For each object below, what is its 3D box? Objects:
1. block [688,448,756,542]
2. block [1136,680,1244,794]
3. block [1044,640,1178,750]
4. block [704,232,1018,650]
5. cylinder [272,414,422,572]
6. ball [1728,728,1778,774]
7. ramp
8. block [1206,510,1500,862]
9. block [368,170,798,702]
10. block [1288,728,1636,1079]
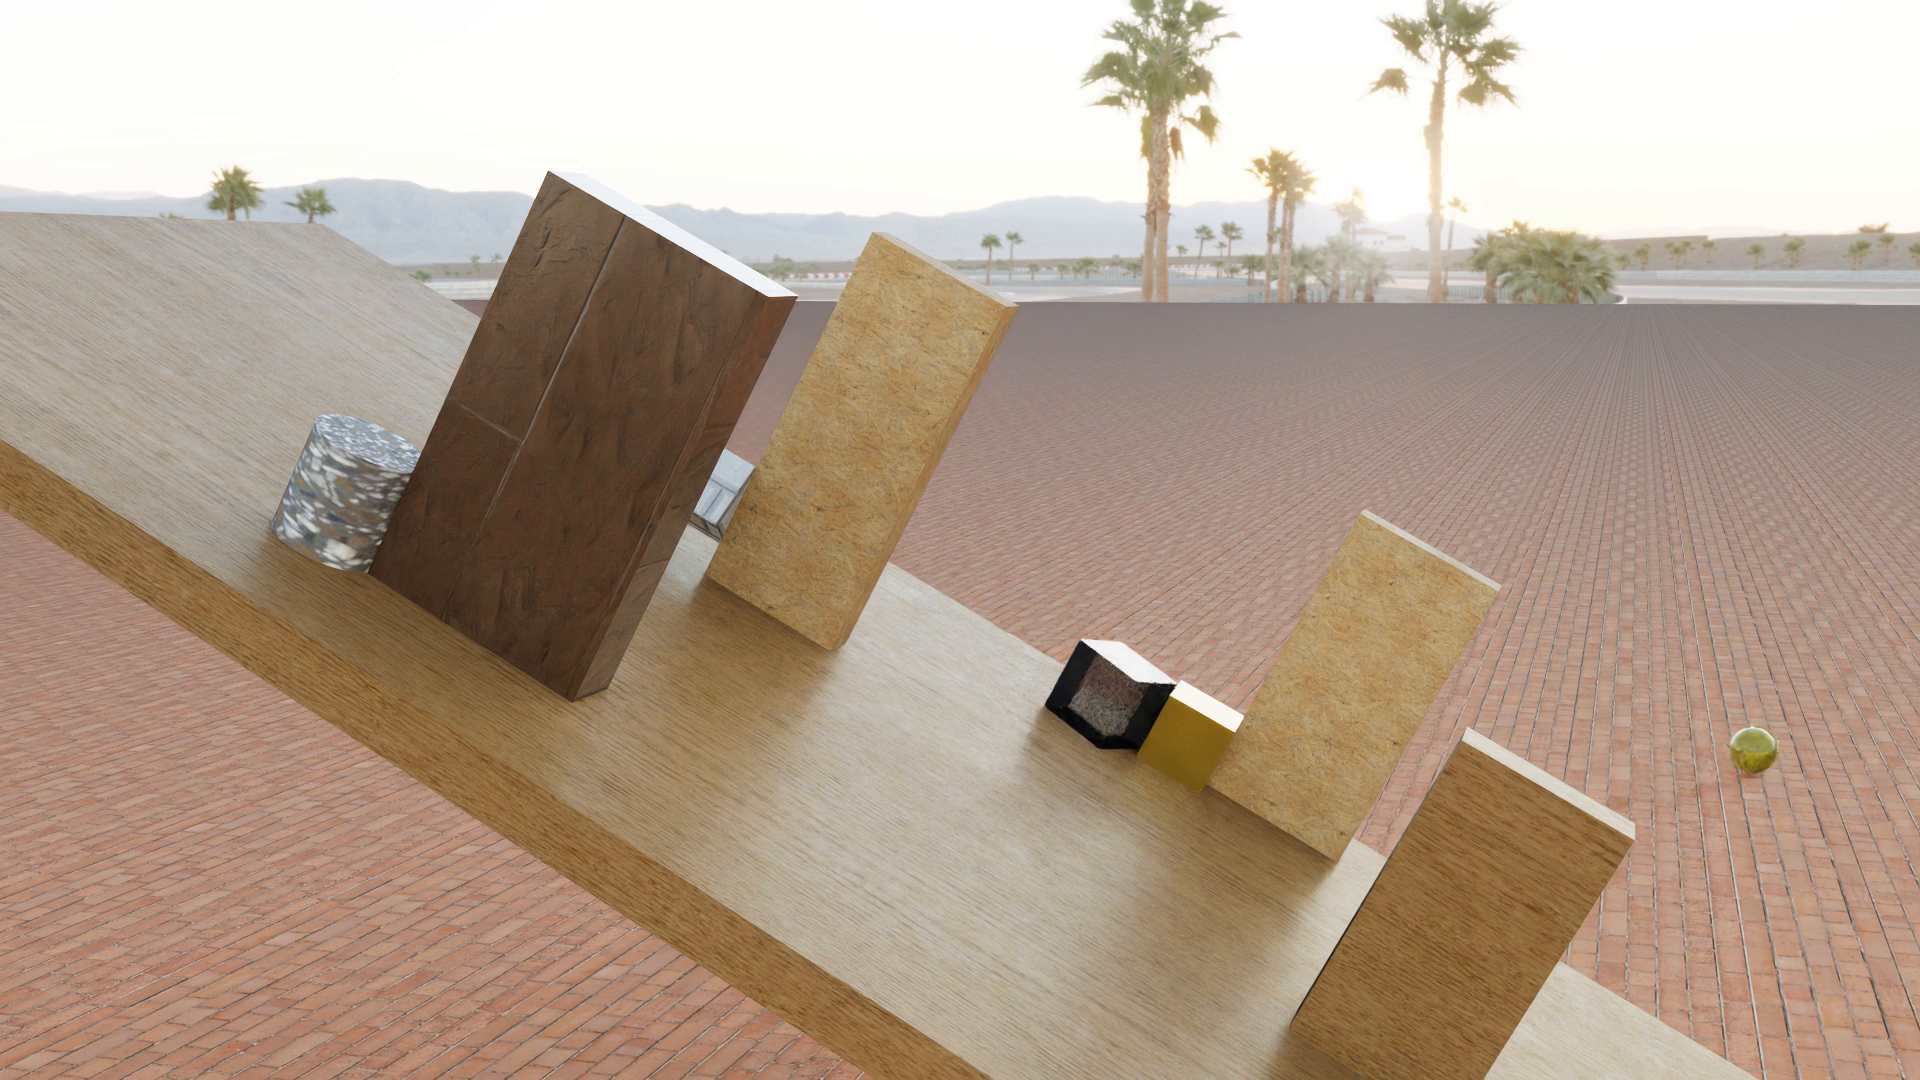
[{"bbox_3d":[-0.502,-0.102,4.420,0.142,0.142,0.142,30,-14,11],"label":"block"},{"bbox_3d":[0.495,0.422,4.726,0.156,0.156,0.156,30,14,8],"label":"block"},{"bbox_3d":[0.323,0.331,4.705,0.168,0.168,0.168,37,17,32],"label":"block"},{"bbox_3d":[-0.200,-0.193,4.350,0.304,0.772,0.094,30,14,12],"label":"block"},{"bbox_3d":[-1.010,-0.078,3.638,0.192,0.192,0.192,26,14,-7],"label":"cylinder"},{"bbox_3d":[2.948,0.782,8.174,0.172,0.172,0.172,0,7,0],"label":"ball"},{"bbox_3d":[-0.218,0.362,4.145,4.000,0.100,2.000,30,14,12],"label":"ramp"},{"bbox_3d":[0.832,0.310,4.673,0.324,0.676,0.090,30,14,12],"label":"block"},{"bbox_3d":[-0.616,-0.166,3.554,0.418,0.738,0.127,30,14,12],"label":"block"},{"bbox_3d":[0.832,0.647,3.667,0.310,0.584,0.112,30,14,12],"label":"block"}]
